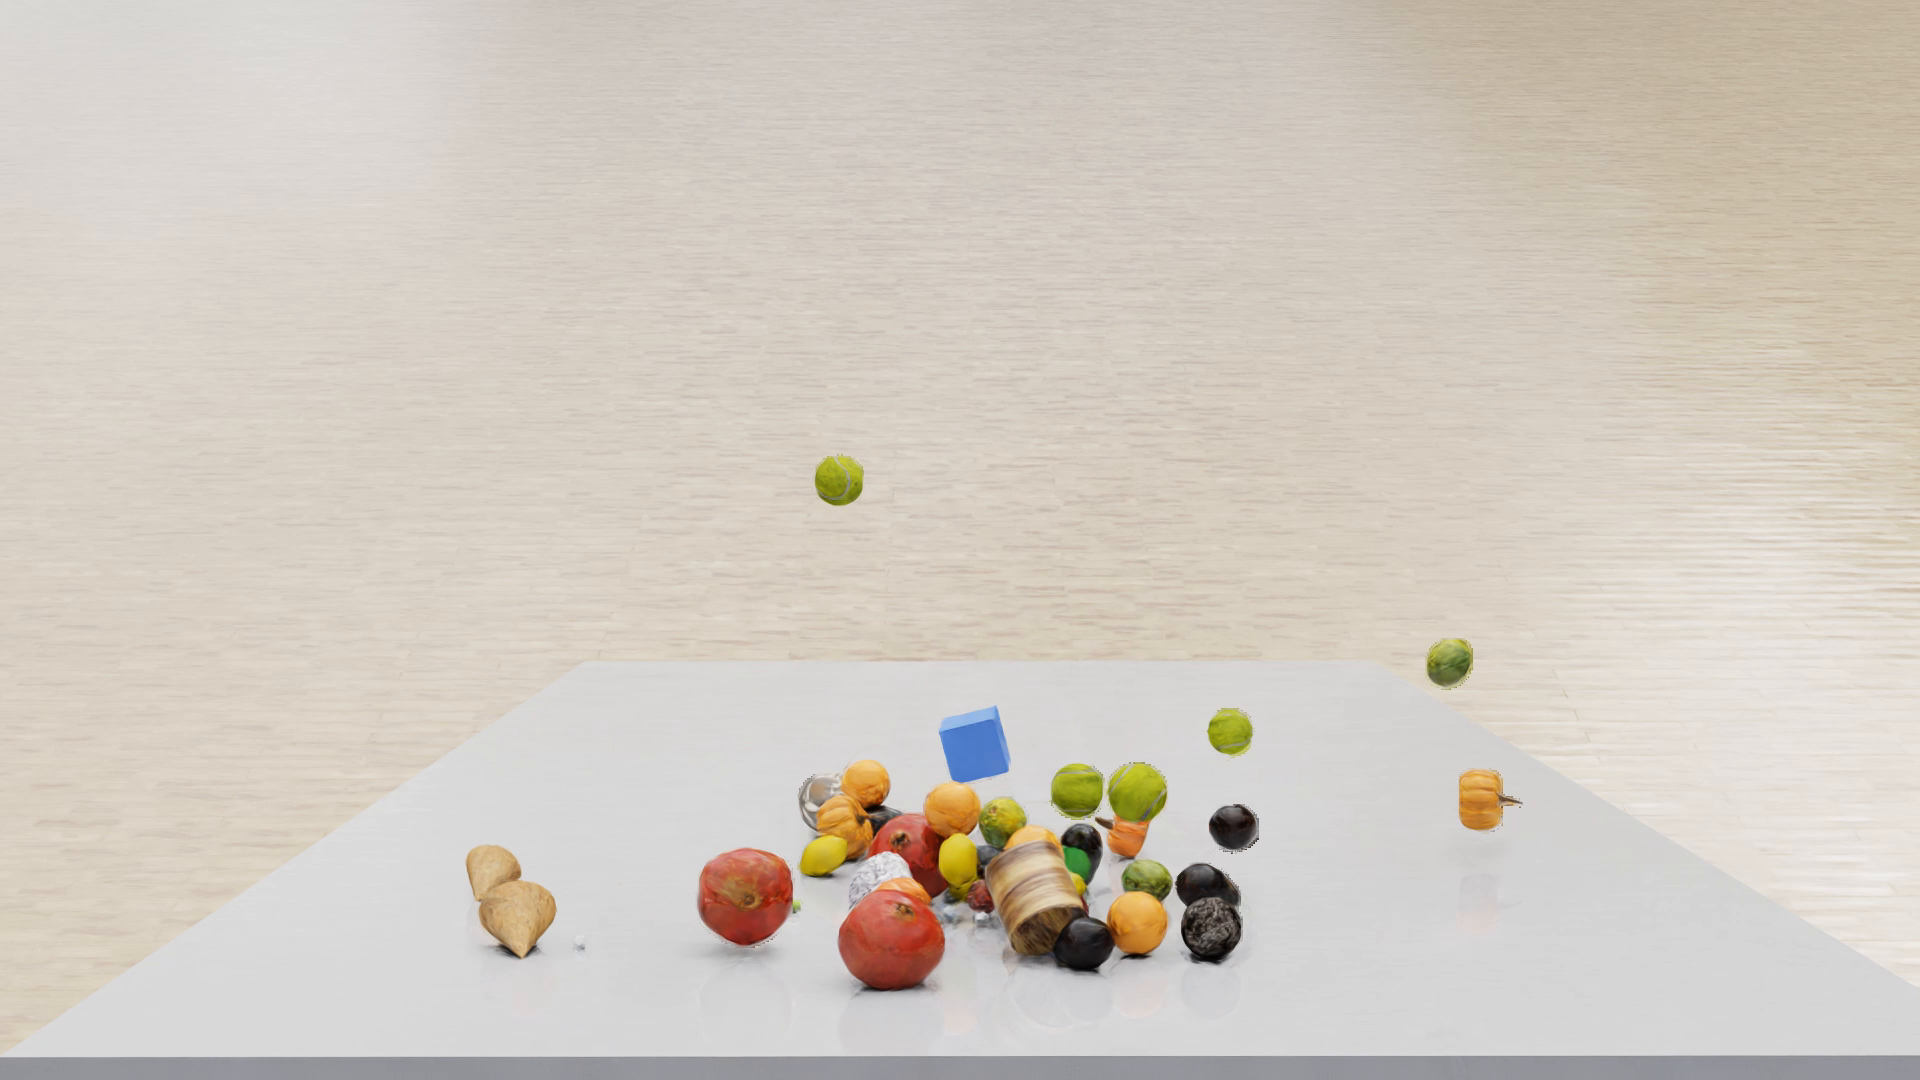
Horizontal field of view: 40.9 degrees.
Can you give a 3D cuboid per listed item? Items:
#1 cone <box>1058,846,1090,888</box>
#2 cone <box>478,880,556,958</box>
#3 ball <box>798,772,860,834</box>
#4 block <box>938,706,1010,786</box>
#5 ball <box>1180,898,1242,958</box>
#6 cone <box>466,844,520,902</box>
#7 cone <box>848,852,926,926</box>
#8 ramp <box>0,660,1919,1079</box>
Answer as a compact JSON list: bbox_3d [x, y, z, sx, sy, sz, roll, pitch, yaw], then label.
[{"bbox_3d":[0.127,0.417,3.381,0.070,0.070,0.070,-7,26,-16],"label":"cone"},{"bbox_3d":[-0.516,0.464,3.016,0.091,0.091,0.091,-4,31,-11],"label":"cone"},{"bbox_3d":[-0.196,0.396,3.857,0.092,0.092,0.092,0,22,0],"label":"ball"},{"bbox_3d":[0.024,0.320,4.007,0.088,0.088,0.088,-14,8,6],"label":"block"},{"bbox_3d":[0.291,0.450,2.983,0.071,0.071,0.071,0,22,0],"label":"ball"},{"bbox_3d":[-0.621,0.450,3.358,0.075,0.075,0.075,3,30,8],"label":"cone"},{"bbox_3d":[-0.069,0.440,3.119,0.096,0.096,0.096,-16,23,-34],"label":"cone"},{"bbox_3d":[0.051,0.457,4.533,2.000,0.100,4.000,0,3,0],"label":"ramp"}]
